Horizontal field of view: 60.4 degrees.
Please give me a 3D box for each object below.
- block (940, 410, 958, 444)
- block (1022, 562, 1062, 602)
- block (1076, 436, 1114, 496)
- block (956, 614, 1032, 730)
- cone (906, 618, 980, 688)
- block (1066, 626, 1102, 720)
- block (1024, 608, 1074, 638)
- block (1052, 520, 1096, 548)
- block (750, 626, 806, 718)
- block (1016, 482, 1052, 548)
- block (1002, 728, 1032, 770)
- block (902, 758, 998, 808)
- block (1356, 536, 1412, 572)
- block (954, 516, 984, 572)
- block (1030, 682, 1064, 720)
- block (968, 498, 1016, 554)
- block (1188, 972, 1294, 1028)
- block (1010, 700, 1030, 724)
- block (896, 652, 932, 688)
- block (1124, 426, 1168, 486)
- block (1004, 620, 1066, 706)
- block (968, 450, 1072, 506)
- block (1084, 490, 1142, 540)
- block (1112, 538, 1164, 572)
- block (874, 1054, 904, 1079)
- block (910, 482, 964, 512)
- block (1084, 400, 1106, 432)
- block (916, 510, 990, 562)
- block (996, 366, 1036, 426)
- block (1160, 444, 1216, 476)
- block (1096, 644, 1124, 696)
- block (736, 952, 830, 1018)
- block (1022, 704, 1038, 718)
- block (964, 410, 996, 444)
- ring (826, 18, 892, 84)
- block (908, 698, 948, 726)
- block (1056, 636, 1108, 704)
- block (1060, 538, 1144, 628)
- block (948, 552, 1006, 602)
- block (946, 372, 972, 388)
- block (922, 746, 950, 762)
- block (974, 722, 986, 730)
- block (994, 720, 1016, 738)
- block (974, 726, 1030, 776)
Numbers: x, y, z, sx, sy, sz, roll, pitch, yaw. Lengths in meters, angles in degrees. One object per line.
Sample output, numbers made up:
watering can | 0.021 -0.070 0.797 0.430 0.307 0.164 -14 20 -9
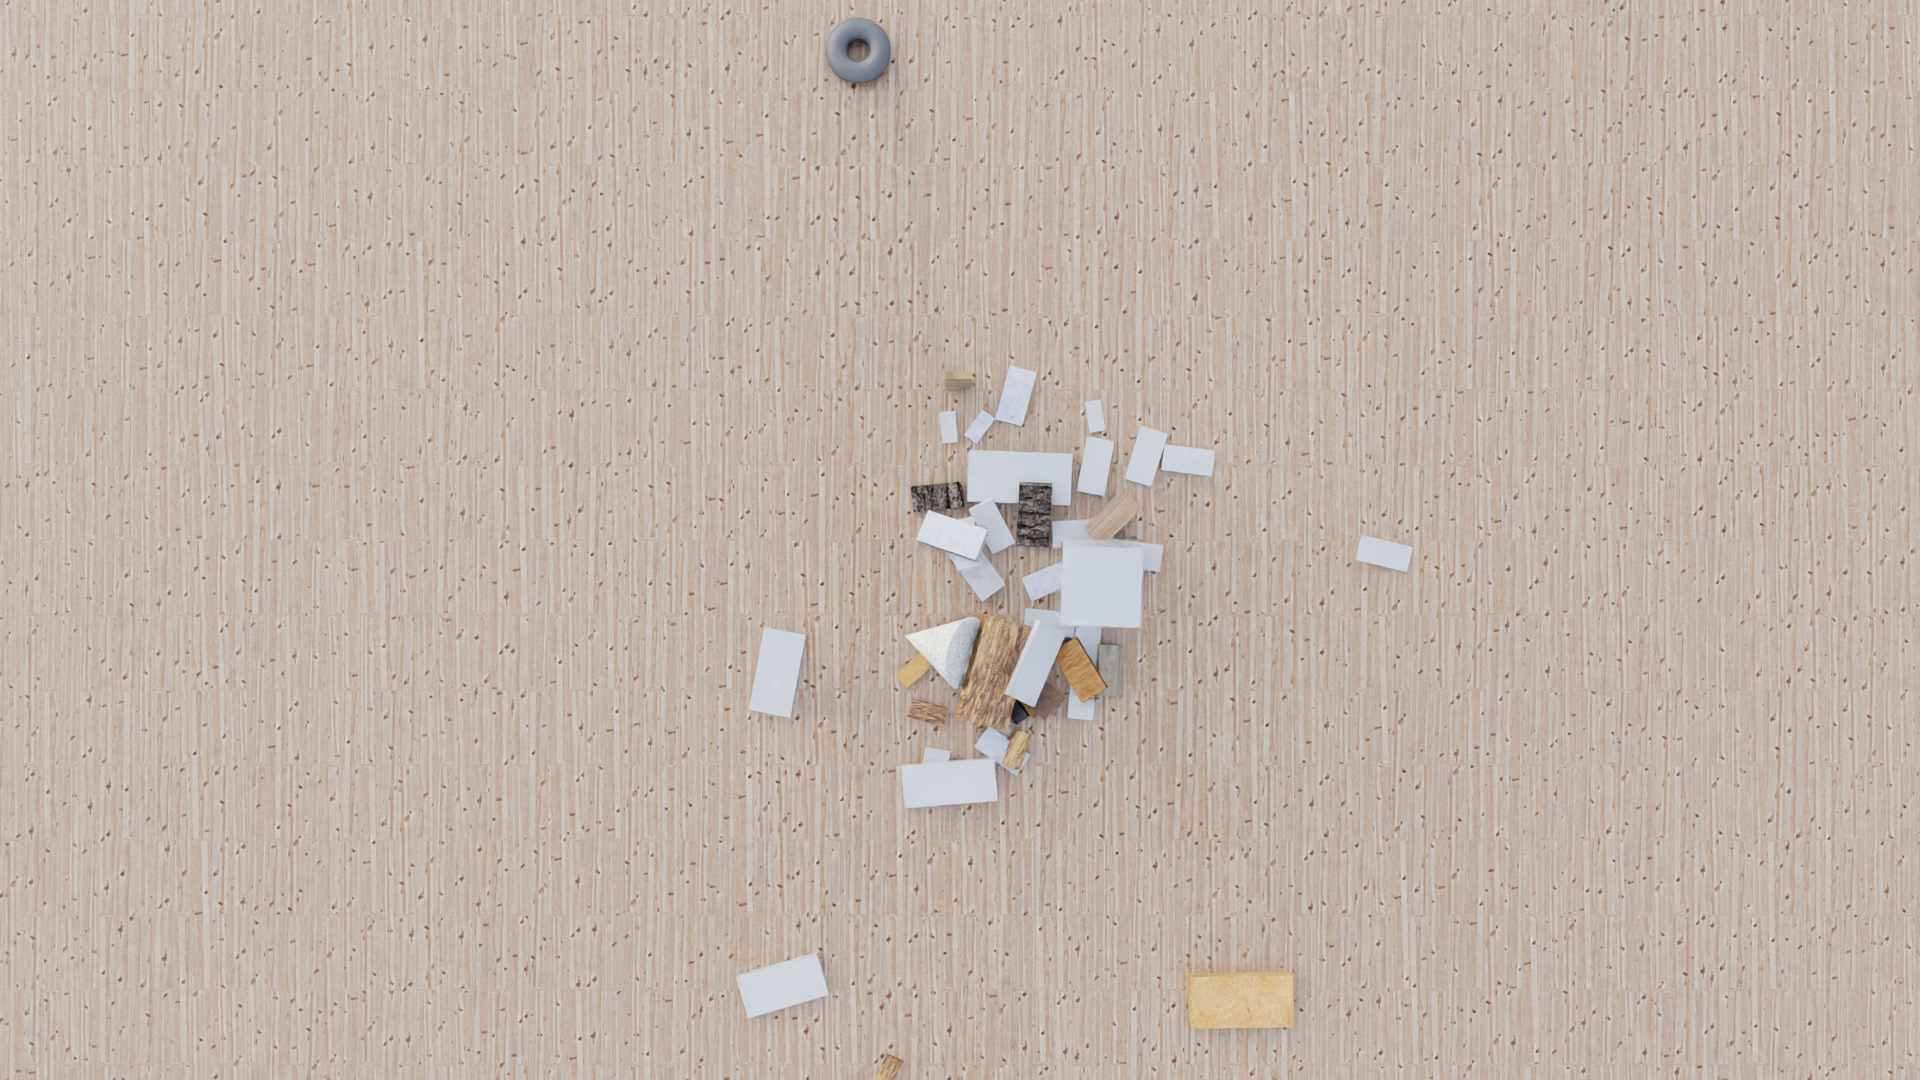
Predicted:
block | -0.038 -0.376 5.493 0.052 0.015 0.104 -5 90 0
block | 0.298 0.132 5.488 0.169 0.024 0.085 -23 90 0
block | 0.450 -0.245 5.487 0.092 0.026 0.185 11 90 0
block | 0.115 0.435 5.421 0.171 0.048 0.350 16 87 -15
cone | -0.085 0.343 5.441 0.239 0.239 0.239 14 90 30
block | 0.416 0.414 5.488 0.085 0.024 0.363 6 90 0
block | 0.298 0.276 5.488 0.169 0.024 0.085 5 90 0
block | 0.396 -0.022 5.487 0.179 0.025 0.090 -3 90 0
block | -0.605 0.439 5.480 0.139 0.039 0.278 11 90 0
block | 0.245 -0.083 5.449 0.108 0.030 0.215 2 110 0
block | 0.188 0.695 5.467 0.063 0.018 0.125 18 90 0
block | -0.035 0.803 5.456 0.307 0.039 0.139 -5 90 0
block | 1.411 0.045 5.488 0.170 0.024 0.085 14 90 0
block | 0.020 0.014 5.456 0.085 0.024 0.171 -13 71 8
block | 0.242 0.495 5.470 0.196 0.028 0.098 42 90 9
block | 0.107 -0.047 5.461 0.086 0.024 0.171 -27 107 4
block | 0.932 1.528 5.476 0.341 0.048 0.171 -1 90 0
block | 0.177 0.556 5.483 0.054 0.015 0.107 -37 90 23
block | -0.151 0.431 5.492 0.120 0.017 0.060 -43 90 0
block | 0.618 -0.278 5.487 0.092 0.026 0.185 17 90 0
block | 0.248 0.405 5.422 0.108 0.030 0.268 28 82 -25
block | 0.198 -0.206 5.476 0.341 0.048 0.171 2 90 0
block | 0.506 -0.073 5.459 0.090 0.025 0.179 45 92 0
block | 0.580 0.050 5.487 0.179 0.025 0.090 8 90 0
block | -0.285 1.877 5.491 0.063 0.018 0.337 24 90 0
block | -0.074 -0.144 5.488 0.171 0.024 0.086 -6 90 0
block | 0.449 -0.412 5.493 0.052 0.015 0.104 -9 90 0
block | -0.024 -0.013 5.444 0.215 0.030 0.108 19 79 17
block | 0.186 -0.478 5.487 0.092 0.026 0.184 15 90 0
block | 0.758 -0.265 5.488 0.170 0.024 0.085 7 90 0
block | 0.495 0.432 5.475 0.085 0.024 0.169 4 90 -19
block | -0.588 1.478 5.480 0.278 0.039 0.139 -16 90 0
block | 0.262 0.530 5.492 0.060 0.017 0.120 41 90 0
block | 0.065 -0.377 5.493 0.052 0.015 0.104 36 90 0
ring | -0.336 -1.621 5.465 0.217 0.072 0.217 0 89 0
block | -0.108 0.574 5.491 0.125 0.018 0.063 15 90 0
block | 0.396 0.430 5.454 0.098 0.028 0.196 -33 80 13
block | 0.454 0.136 5.333 0.253 0.253 0.253 2 95 3
block | 0.055 0.097 5.486 0.098 0.028 0.196 -36 90 0
block | -0.003 -0.521 5.355 0.085 0.289 0.024 0 90 0
block | -0.089 0.779 5.488 0.085 0.024 0.170 11 90 0
block | 0.094 0.587 5.492 0.107 0.015 0.054 -26 90 0
block | 0.127 0.604 5.477 0.107 0.015 0.054 35 93 -5
block | 0.141 0.700 5.488 0.170 0.024 0.085 35 90 0
